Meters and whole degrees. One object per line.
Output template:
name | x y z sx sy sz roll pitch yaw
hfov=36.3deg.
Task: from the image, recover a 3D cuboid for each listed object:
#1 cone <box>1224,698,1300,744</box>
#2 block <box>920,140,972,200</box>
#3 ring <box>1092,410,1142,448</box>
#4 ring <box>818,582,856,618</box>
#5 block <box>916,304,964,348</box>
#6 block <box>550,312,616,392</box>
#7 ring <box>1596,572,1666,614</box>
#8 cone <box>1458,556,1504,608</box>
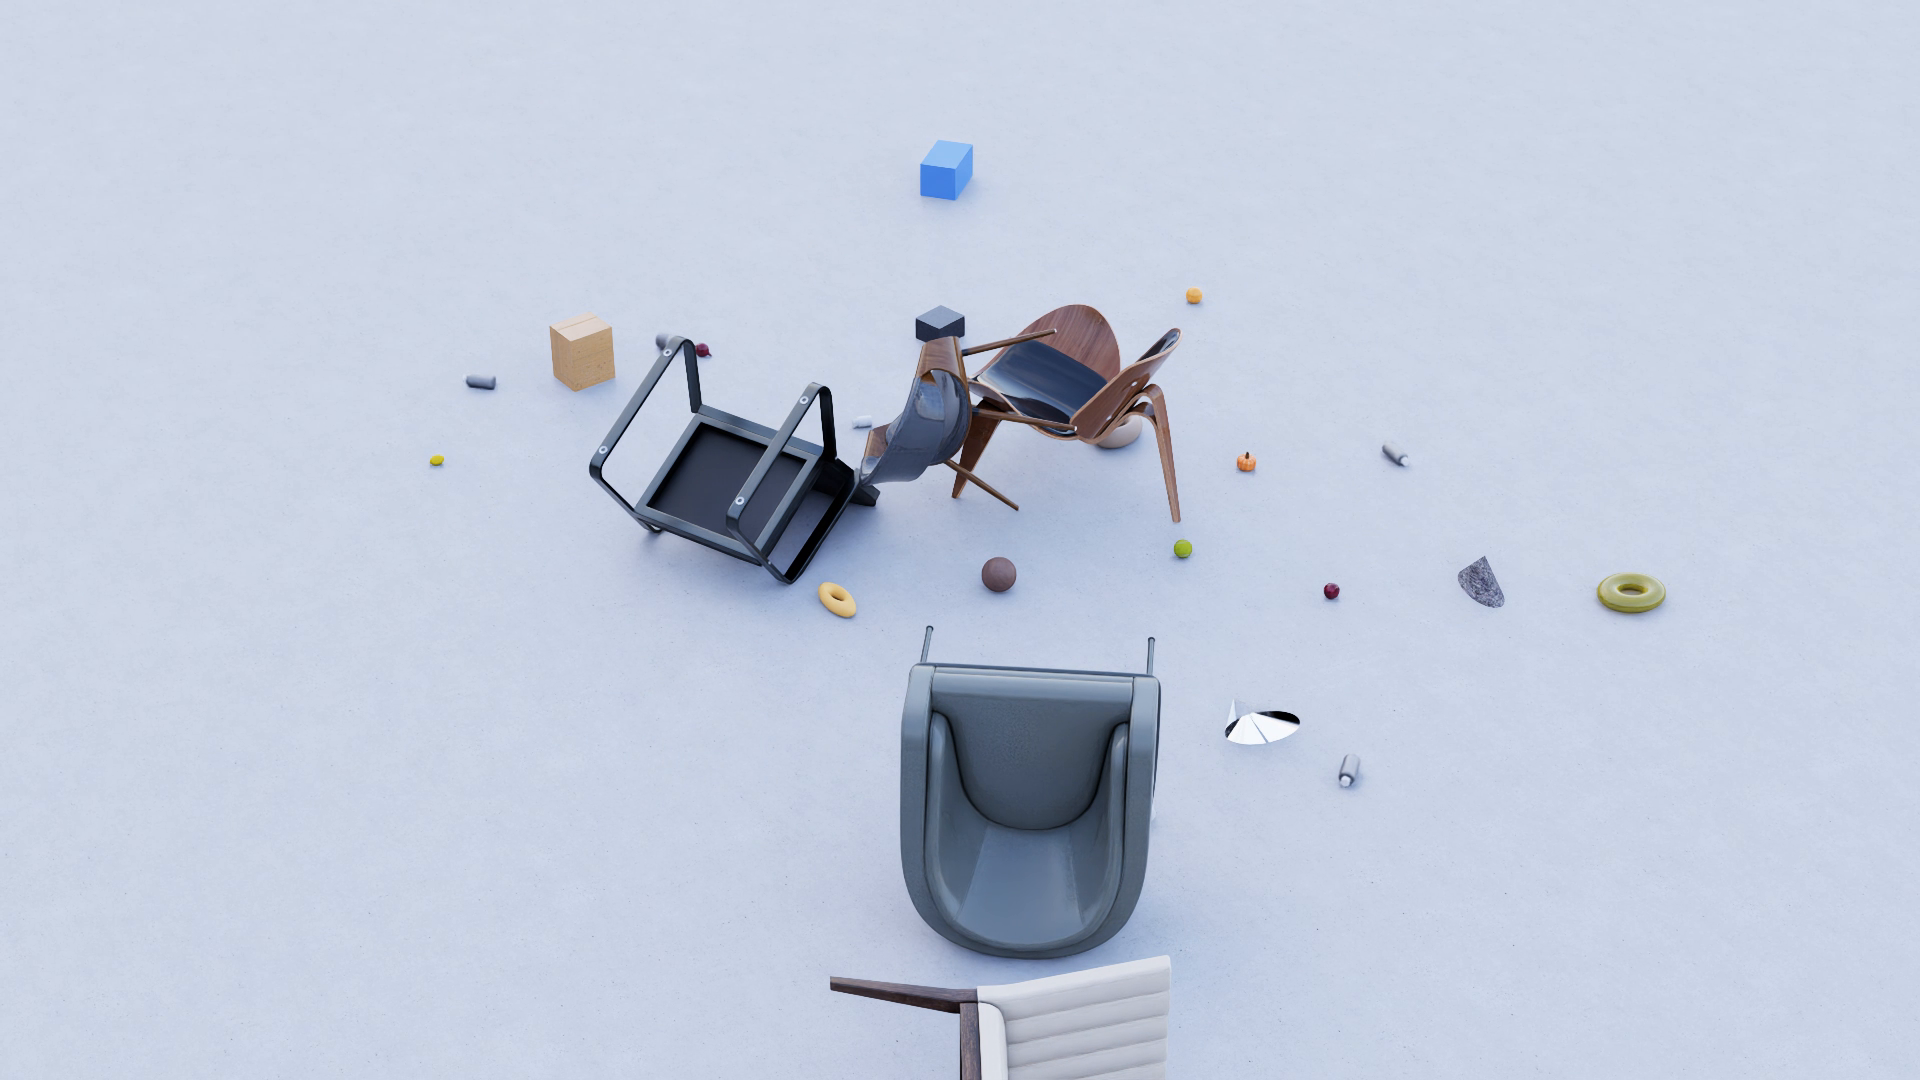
cone | 0.982 0.589 9.998 0.274 0.117 0.260 -6 21 -16
block | -0.060 -1.686 13.360 0.166 0.158 0.265 10 35 14
ring | 0.618 -0.436 11.528 0.170 0.087 0.242 25 39 35
ring | -0.443 0.215 10.568 0.095 0.057 0.213 -22 39 -27
block | -0.083 -0.888 12.206 0.137 0.094 0.155 27 42 35
block | -1.531 -0.764 11.890 0.193 0.236 0.165 -23 40 -31
ring | 2.427 0.190 10.601 0.261 0.062 0.216 -11 36 -17
cone | 1.897 0.116 10.637 0.130 0.145 0.260 -12 35 -17
